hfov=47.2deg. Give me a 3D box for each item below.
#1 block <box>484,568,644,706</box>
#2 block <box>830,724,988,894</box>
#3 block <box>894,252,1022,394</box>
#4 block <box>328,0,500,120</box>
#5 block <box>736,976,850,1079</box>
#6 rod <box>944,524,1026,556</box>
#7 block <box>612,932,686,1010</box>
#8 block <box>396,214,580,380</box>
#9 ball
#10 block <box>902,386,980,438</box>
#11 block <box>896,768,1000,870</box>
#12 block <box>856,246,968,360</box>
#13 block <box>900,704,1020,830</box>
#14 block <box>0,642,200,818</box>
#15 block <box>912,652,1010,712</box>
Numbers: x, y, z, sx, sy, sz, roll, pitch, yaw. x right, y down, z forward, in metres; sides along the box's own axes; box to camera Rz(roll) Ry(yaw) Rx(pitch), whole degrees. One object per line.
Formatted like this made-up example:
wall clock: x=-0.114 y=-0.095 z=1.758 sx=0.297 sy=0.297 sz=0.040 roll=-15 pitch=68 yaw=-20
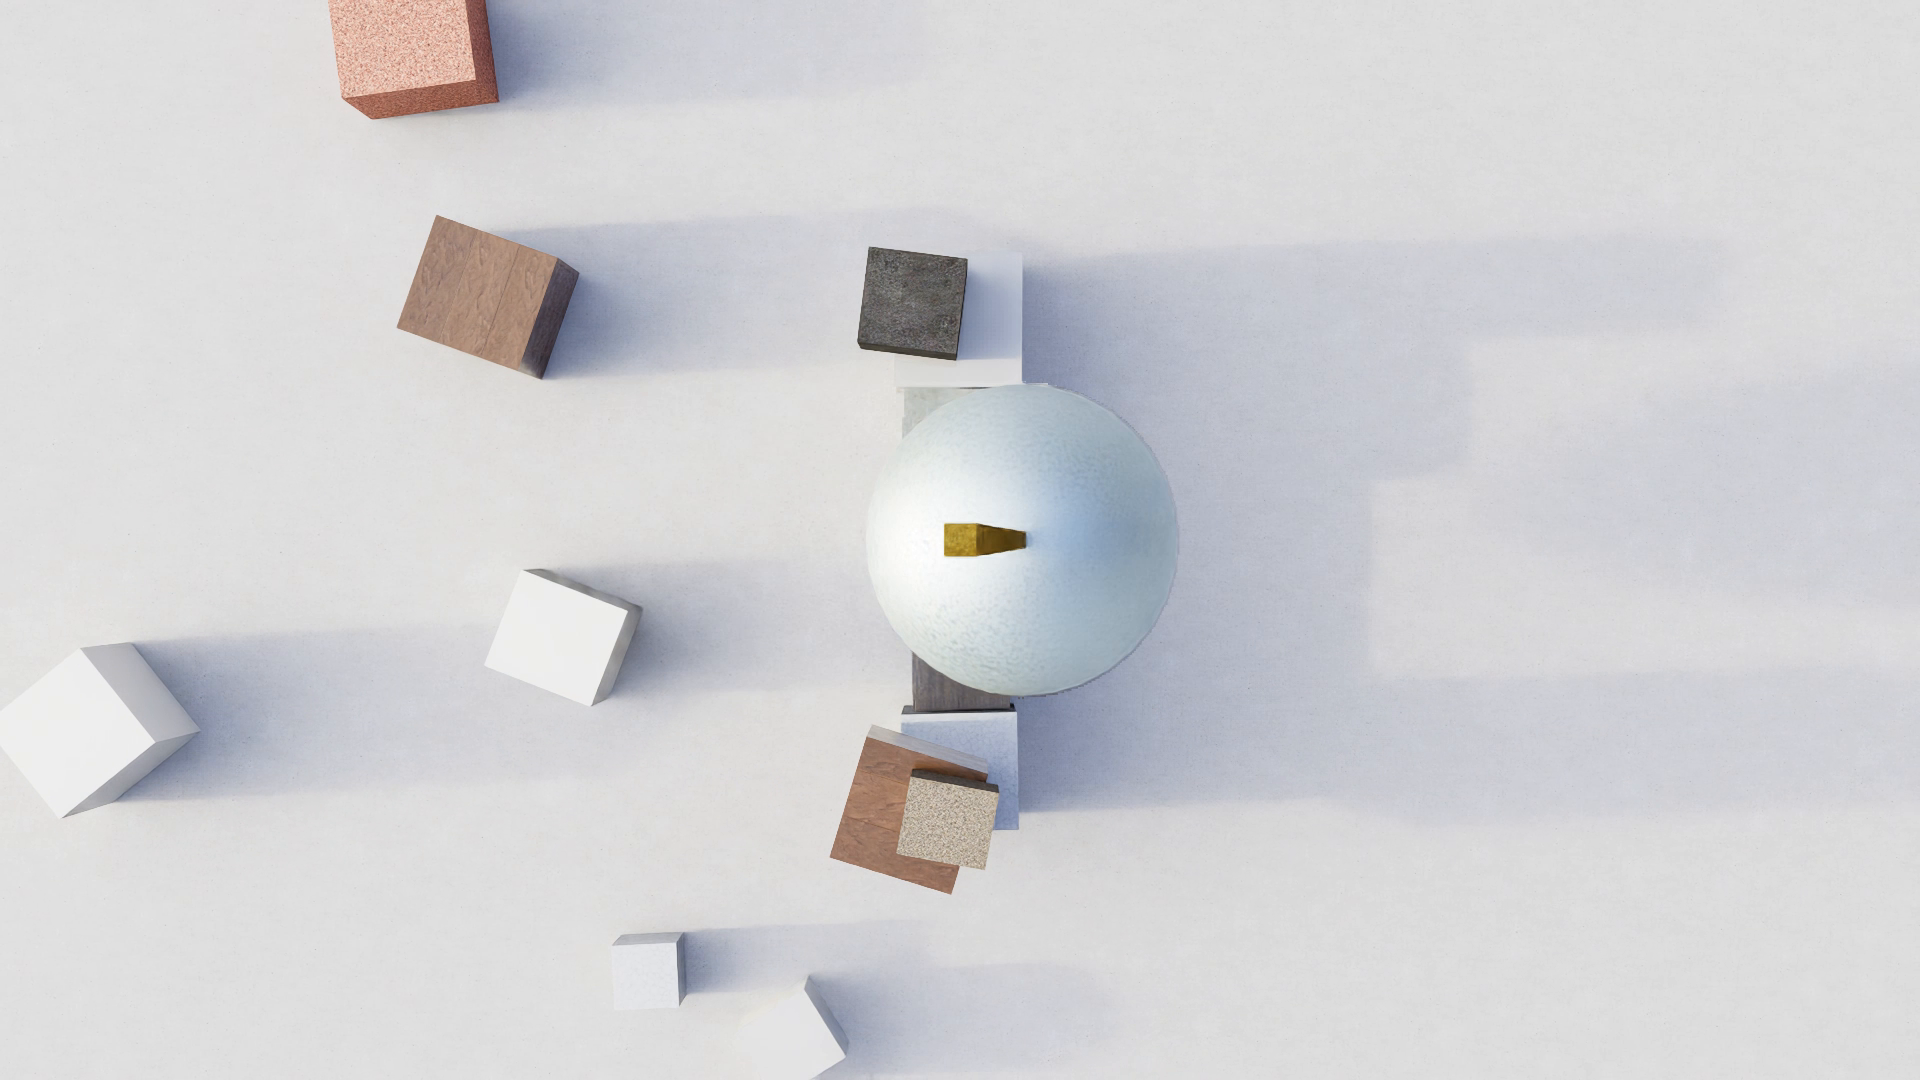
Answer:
block: x=-2.275 y=0.553 z=12.689 sx=0.643 sy=0.622 sz=0.578 roll=21 pitch=90 yaw=0
block: x=-0.268 y=1.447 z=11.922 sx=0.670 sy=0.768 sz=0.664 roll=17 pitch=90 yaw=0
block: x=-0.010 y=-1.240 z=12.671 sx=0.716 sy=0.657 sz=0.758 roll=0 pitch=90 yaw=0
block: x=-3.144 y=-2.849 z=12.683 sx=0.763 sy=0.633 sz=0.631 roll=-8 pitch=90 yaw=0
block: x=-0.971 y=2.888 z=12.794 sx=0.465 sy=0.412 sz=0.459 roll=-32 pitch=90 yaw=0
rod: x=0.137 y=0.000 z=7.869 sx=0.080 sy=5.200 sz=0.080 roll=0 pitch=90 yaw=3
block: x=-1.809 y=2.510 z=12.819 sx=0.372 sy=0.362 sz=0.372 roll=-3 pitch=90 yaw=0
block: x=-2.700 y=-1.382 z=12.645 sx=0.721 sy=0.710 sz=0.672 roll=19 pitch=90 yaw=0
ball: x=0.315 y=0.000 z=11.264 sx=1.600 sy=1.600 sz=1.600 roll=0 pitch=90 yaw=0
block: x=-0.032 y=-0.550 z=12.655 sx=0.581 sy=0.689 sz=0.601 roll=2 pitch=90 yaw=0
block: x=-0.062 y=1.437 z=11.341 sx=0.458 sy=0.394 sz=0.398 roll=11 pitch=90 yaw=0
block: x=-0.257 y=-1.295 z=12.106 sx=0.540 sy=0.473 sz=0.519 roll=7 pitch=90 yaw=0
block: x=0.000 y=1.300 z=12.653 sx=0.649 sy=0.695 sz=0.658 roll=-1 pitch=90 yaw=0
block: x=-4.964 y=1.079 z=12.628 sx=0.685 sy=0.743 sz=0.676 roll=-39 pitch=90 yaw=0
block: x=0.001 y=0.676 z=12.734 sx=0.548 sy=0.532 sz=0.578 roll=-2 pitch=90 yaw=0
